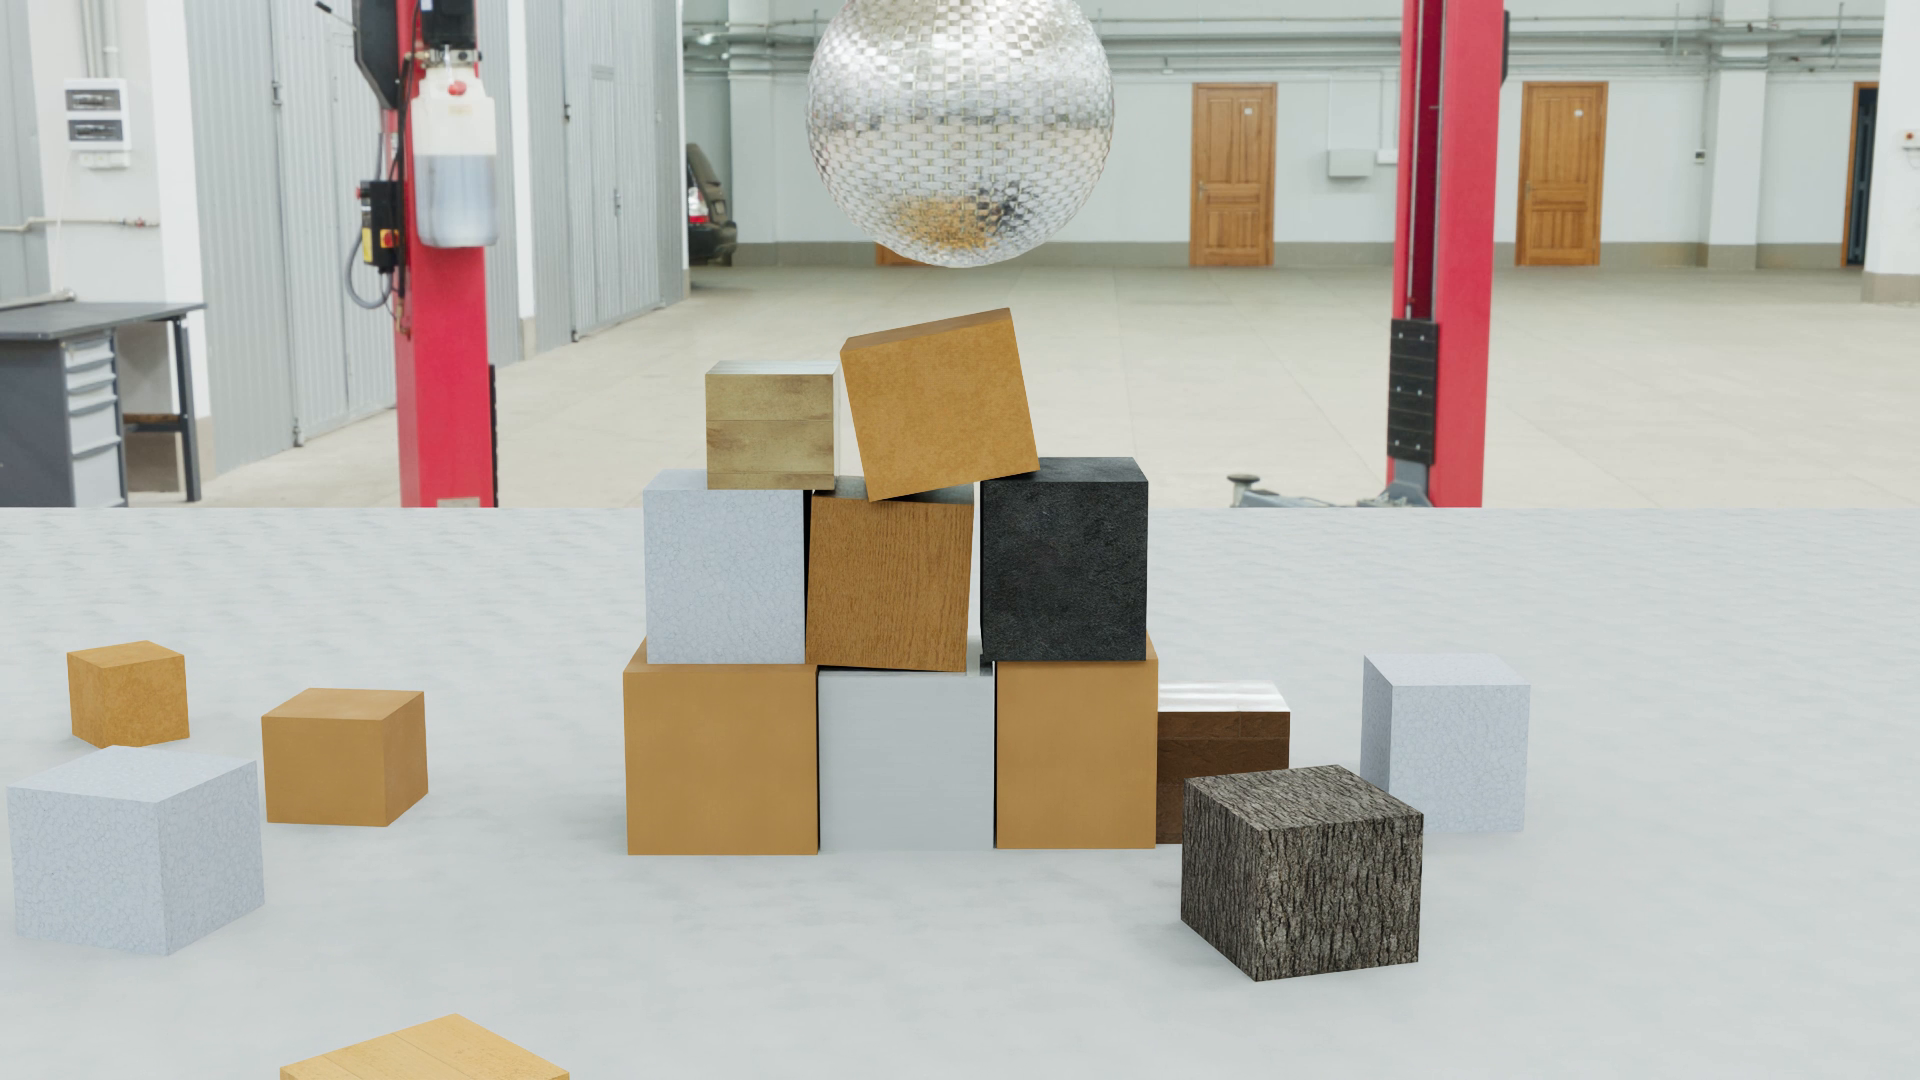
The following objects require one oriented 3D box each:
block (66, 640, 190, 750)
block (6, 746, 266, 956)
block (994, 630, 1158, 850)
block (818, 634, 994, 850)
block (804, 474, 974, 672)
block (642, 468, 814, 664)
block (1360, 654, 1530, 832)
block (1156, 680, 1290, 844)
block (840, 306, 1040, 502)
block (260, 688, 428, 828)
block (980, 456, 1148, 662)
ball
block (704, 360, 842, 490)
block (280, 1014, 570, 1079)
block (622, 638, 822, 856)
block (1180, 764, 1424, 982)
[{"bbox_3d":[-4.949,0.923,13.082,0.487,0.504,0.544,-9,14,-42],"label":"block"},{"bbox_3d":[-3.723,1.391,9.970,0.794,0.697,0.704,3,11,18],"label":"block"},{"bbox_3d":[0.582,0.995,11.363,0.796,0.977,0.845,0,10,0],"label":"block"},{"bbox_3d":[-0.267,1.032,11.386,0.864,0.896,0.926,0,10,0],"label":"block"},{"bbox_3d":[-0.349,0.156,11.227,0.799,0.843,0.751,3,10,0],"label":"block"},{"bbox_3d":[-1.163,0.122,11.218,0.786,0.876,0.703,0,10,0],"label":"block"},{"bbox_3d":[2.536,1.058,11.569,0.704,0.779,0.697,0,10,-2],"label":"block"},{"bbox_3d":[1.316,1.138,11.375,0.670,0.691,0.652,0,10,0],"label":"block"},{"bbox_3d":[-0.094,-0.693,11.023,0.847,0.744,0.772,-11,10,2],"label":"block"},{"bbox_3d":[-3.254,1.145,11.673,0.647,0.571,0.613,1,10,7],"label":"block"},{"bbox_3d":[0.510,0.081,11.159,0.799,0.893,0.845,0,10,-1],"label":"block"},{"bbox_3d":[0.000,-2.209,11.310,1.600,1.600,1.600,0,10,0],"label":"ball"},{"bbox_3d":[-0.930,-0.588,11.084,0.623,0.570,0.680,0,10,0],"label":"block"},{"bbox_3d":[-1.686,1.973,6.974,0.636,0.622,0.667,-10,14,-43],"label":"block"},{"bbox_3d":[-1.181,1.014,11.374,0.943,0.935,1.053,0,10,0],"label":"block"},{"bbox_3d":[1.496,1.452,9.719,0.772,0.667,0.797,-3,11,-17],"label":"block"}]
